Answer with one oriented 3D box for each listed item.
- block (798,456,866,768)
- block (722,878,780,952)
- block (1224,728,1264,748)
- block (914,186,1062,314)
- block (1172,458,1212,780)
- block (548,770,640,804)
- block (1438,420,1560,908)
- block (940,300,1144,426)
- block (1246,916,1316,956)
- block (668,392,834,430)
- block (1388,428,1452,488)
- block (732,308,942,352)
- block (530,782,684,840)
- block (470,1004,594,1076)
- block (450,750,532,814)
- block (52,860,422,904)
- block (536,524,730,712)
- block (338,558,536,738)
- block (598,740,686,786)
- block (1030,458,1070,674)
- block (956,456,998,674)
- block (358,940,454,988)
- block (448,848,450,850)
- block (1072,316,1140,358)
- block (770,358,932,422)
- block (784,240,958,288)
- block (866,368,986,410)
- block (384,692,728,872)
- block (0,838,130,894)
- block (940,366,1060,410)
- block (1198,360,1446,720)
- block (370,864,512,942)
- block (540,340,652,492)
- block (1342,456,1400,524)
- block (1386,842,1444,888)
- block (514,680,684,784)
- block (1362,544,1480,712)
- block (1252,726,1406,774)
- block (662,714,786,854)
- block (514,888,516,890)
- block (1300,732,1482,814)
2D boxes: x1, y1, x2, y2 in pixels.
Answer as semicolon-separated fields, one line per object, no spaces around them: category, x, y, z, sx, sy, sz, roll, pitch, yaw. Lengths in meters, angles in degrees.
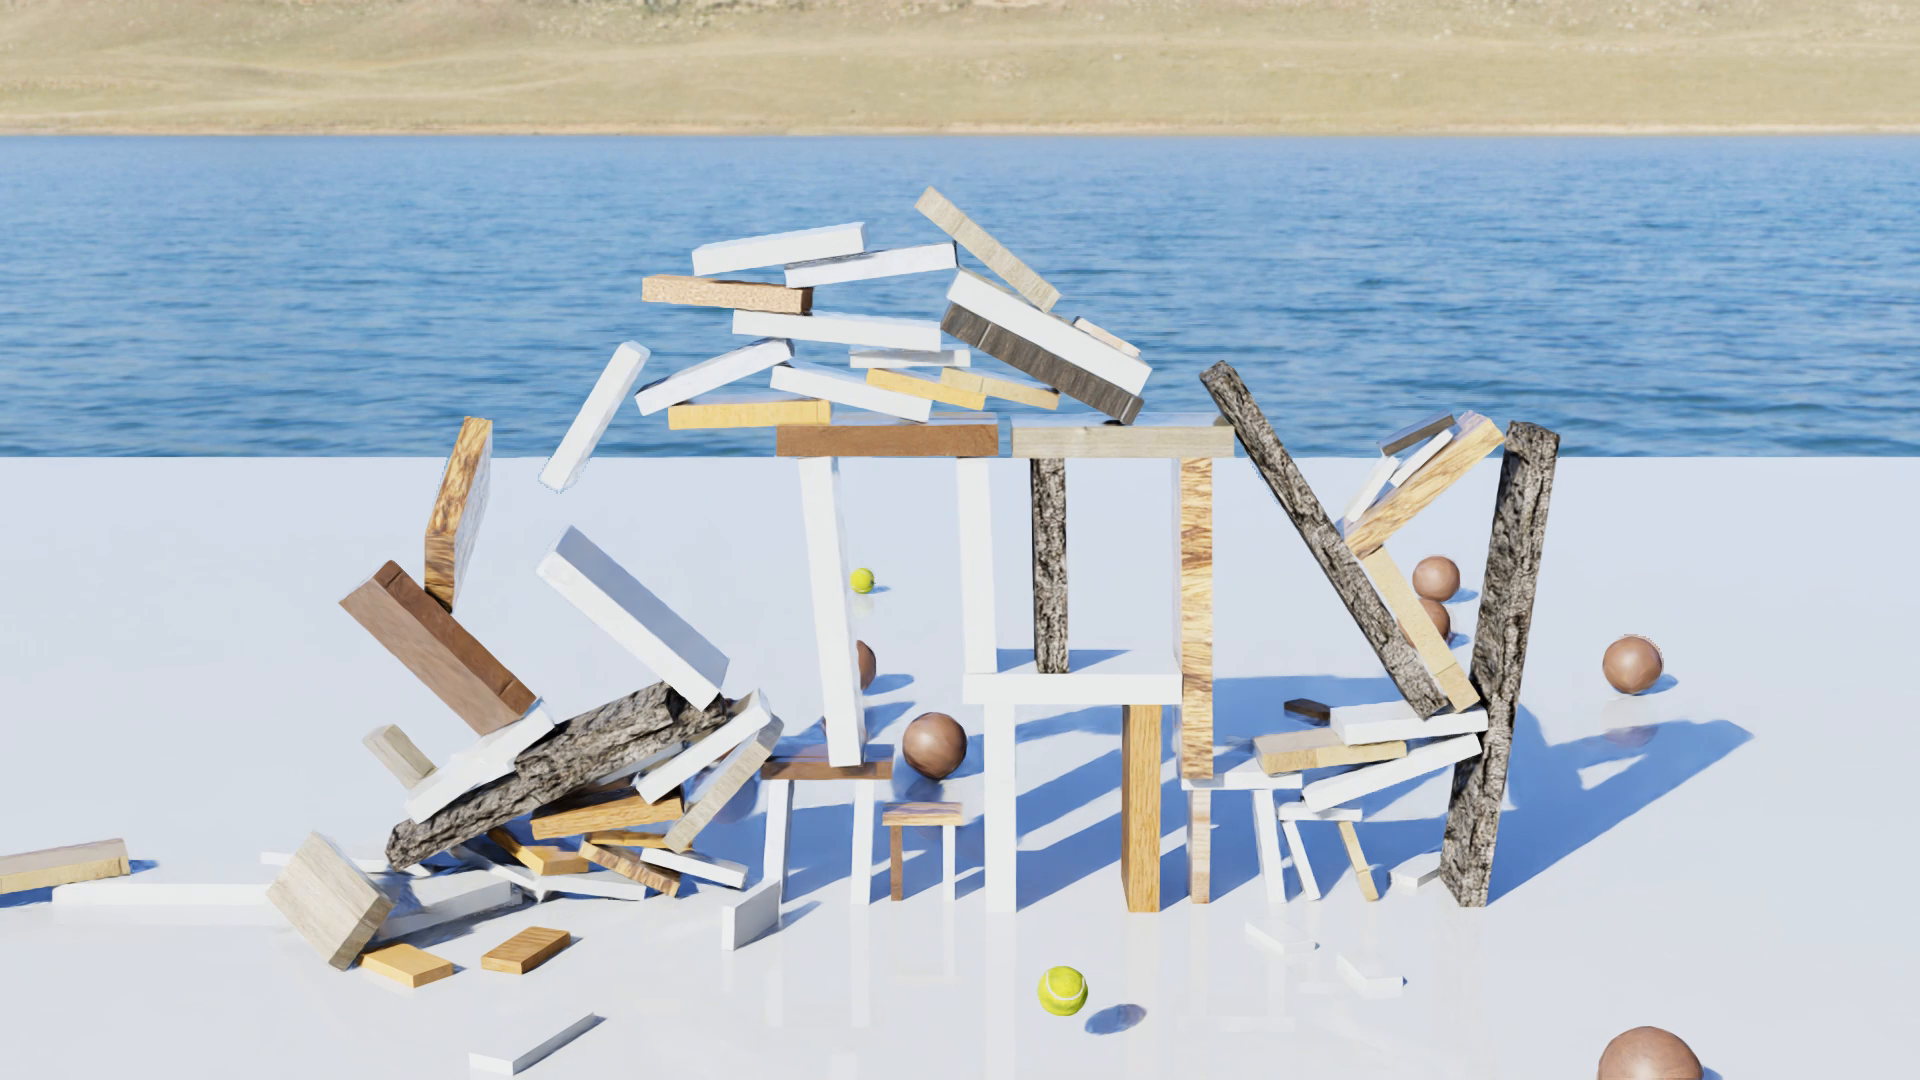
block;-0.206;0.102;3.575;0.049;0.502;0.173;-5;10;1
block;-0.329;0.590;3.471;0.020;0.072;0.143;9;13;23
block;0.615;0.415;4.568;0.115;0.016;0.058;8;13;39
block;0.043;-0.459;3.466;0.265;0.037;0.132;39;8;-6
block;0.377;0.112;3.581;0.049;0.522;0.173;-1;10;1
block;-0.613;0.402;3.661;0.148;0.021;0.074;-13;14;9
block;0.881;0.203;3.607;0.042;0.784;0.148;6;10;-3
block;0.129;-0.288;3.502;0.335;0.047;0.167;27;9;-5
block;0.502;0.622;3.454;0.058;0.016;0.115;-4;11;-23
block;-0.332;-0.209;3.520;0.253;0.036;0.126;-2;11;0
block;0.736;-0.135;3.534;0.121;0.017;0.061;-43;6;7
block;-0.193;-0.337;3.480;0.323;0.035;0.125;5;11;-2
block;-0.580;0.444;3.634;0.242;0.034;0.121;-8;10;-4
block;-0.594;0.693;3.058;0.072;0.020;0.190;5;12;25
block;-0.862;0.445;4.036;0.031;0.109;0.219;-15;6;-39
block;-1.184;0.571;3.674;0.615;0.035;0.124;0;11;0
block;-0.527;0.125;3.570;0.346;0.047;0.164;42;11;-10
block;-0.863;0.182;3.630;0.164;0.329;0.047;-26;22;52
block;-0.524;0.355;3.619;0.148;0.021;0.074;-24;14;1
block;0.145;0.027;3.564;0.049;0.347;0.173;-2;10;0
block;0.026;0.027;3.561;0.049;0.347;0.173;-3;11;-1
block;-0.840;0.642;3.332;0.141;0.020;0.071;9;14;41
block;-0.887;0.544;3.784;0.144;0.020;0.071;-7;5;13
block;0.232;-0.319;3.494;0.115;0.016;0.058;29;1;4
block;-0.172;-0.242;3.514;0.253;0.036;0.126;13;11;-3
block;-0.138;-0.436;3.478;0.265;0.037;0.132;-7;9;3
block;-0.054;-0.246;3.511;0.189;0.027;0.094;13;11;-3
block;-0.659;0.384;3.608;0.584;0.038;0.134;-25;14;-3
block;-1.706;0.567;3.560;0.672;0.031;0.109;-7;12;-24
block;0.063;-0.247;3.510;0.189;0.027;0.095;13;11;-2
block;0.585;-0.003;3.558;0.047;0.642;0.167;-33;8;5
block;-0.858;0.579;3.515;0.124;0.035;0.248;8;13;42
block;-0.577;-0.199;3.490;0.035;0.250;0.125;32;6;-4
block;0.662;-0.085;3.544;0.017;0.122;0.061;34;10;-4
block;0.834;0.554;3.817;0.058;0.016;0.277;9;14;39
block;-0.591;0.310;3.610;0.268;0.038;0.134;-22;13;6
block;0.741;0.129;3.581;0.042;0.297;0.148;-32;8;9
block;0.605;0.339;3.614;0.231;0.033;0.116;-7;10;1
block;-0.388;0.398;3.617;0.034;0.248;0.121;40;18;-8
block;-0.780;0.564;3.751;0.144;0.020;0.072;7;12;32
block;0.701;0.368;3.613;0.293;0.033;0.116;-21;9;5
